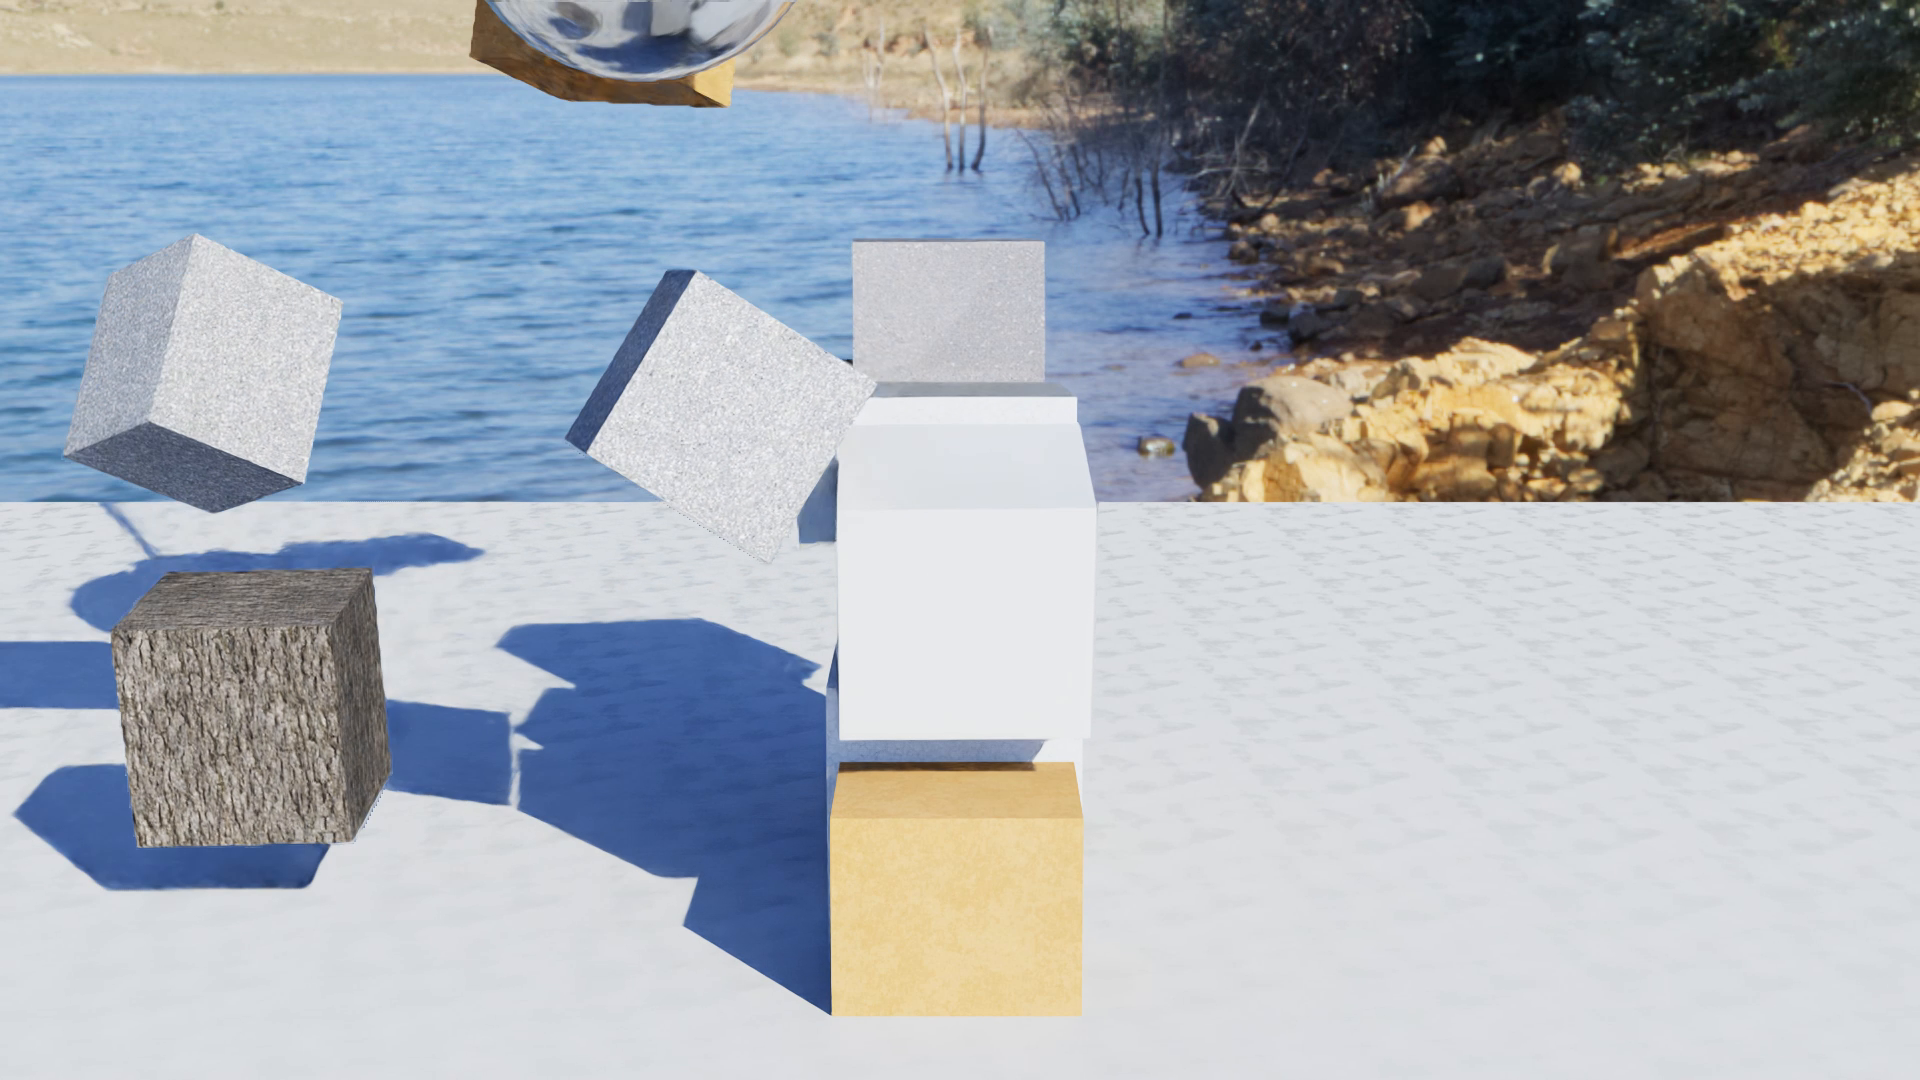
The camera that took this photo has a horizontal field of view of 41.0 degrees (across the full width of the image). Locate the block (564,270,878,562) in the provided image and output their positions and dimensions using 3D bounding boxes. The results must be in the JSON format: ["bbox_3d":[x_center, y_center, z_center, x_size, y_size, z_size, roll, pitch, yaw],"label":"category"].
[{"bbox_3d":[-0.980,-0.516,10.312,0.826,0.818,0.912,32,-2,-15],"label":"block"}]

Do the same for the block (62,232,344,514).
[{"bbox_3d":[-3.547,-0.762,12.051,0.803,0.940,0.802,-14,-29,43],"label":"block"}]

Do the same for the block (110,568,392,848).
[{"bbox_3d":[-2.982,0.698,10.888,0.893,0.947,0.789,-1,17,0],"label":"block"}]

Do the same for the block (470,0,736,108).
[{"bbox_3d":[-1.657,-2.603,12.261,0.933,0.850,0.876,6,-2,21],"label":"block"}]

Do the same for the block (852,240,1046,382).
[{"bbox_3d":[-0.063,-0.981,12.219,0.890,0.885,0.711,0,8,-2],"label":"block"}]

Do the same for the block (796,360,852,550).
[{"bbox_3d":[-0.387,-0.459,13.330,0.987,0.897,0.890,-6,-2,-4],"label":"block"}]

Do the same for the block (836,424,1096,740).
[{"bbox_3d":[0.011,0.150,10.100,0.964,0.955,0.911,0,23,-2],"label":"block"}]

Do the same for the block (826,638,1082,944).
[{"bbox_3d":[-0.022,1.036,10.858,1.031,1.077,0.968,0,10,0],"label":"block"}]

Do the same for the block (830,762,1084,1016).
[{"bbox_3d":[-0.012,1.345,10.005,0.943,0.774,0.802,0,10,0],"label":"block"}]

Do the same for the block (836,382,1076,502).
[{"bbox_3d":[-0.029,-0.119,11.201,0.995,1.078,1.081,0,7,-2],"label":"block"}]

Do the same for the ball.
[{"bbox_3d":[-1.337,-2.721,10.686,1.600,1.600,1.600,0,10,0],"label":"ball"}]
